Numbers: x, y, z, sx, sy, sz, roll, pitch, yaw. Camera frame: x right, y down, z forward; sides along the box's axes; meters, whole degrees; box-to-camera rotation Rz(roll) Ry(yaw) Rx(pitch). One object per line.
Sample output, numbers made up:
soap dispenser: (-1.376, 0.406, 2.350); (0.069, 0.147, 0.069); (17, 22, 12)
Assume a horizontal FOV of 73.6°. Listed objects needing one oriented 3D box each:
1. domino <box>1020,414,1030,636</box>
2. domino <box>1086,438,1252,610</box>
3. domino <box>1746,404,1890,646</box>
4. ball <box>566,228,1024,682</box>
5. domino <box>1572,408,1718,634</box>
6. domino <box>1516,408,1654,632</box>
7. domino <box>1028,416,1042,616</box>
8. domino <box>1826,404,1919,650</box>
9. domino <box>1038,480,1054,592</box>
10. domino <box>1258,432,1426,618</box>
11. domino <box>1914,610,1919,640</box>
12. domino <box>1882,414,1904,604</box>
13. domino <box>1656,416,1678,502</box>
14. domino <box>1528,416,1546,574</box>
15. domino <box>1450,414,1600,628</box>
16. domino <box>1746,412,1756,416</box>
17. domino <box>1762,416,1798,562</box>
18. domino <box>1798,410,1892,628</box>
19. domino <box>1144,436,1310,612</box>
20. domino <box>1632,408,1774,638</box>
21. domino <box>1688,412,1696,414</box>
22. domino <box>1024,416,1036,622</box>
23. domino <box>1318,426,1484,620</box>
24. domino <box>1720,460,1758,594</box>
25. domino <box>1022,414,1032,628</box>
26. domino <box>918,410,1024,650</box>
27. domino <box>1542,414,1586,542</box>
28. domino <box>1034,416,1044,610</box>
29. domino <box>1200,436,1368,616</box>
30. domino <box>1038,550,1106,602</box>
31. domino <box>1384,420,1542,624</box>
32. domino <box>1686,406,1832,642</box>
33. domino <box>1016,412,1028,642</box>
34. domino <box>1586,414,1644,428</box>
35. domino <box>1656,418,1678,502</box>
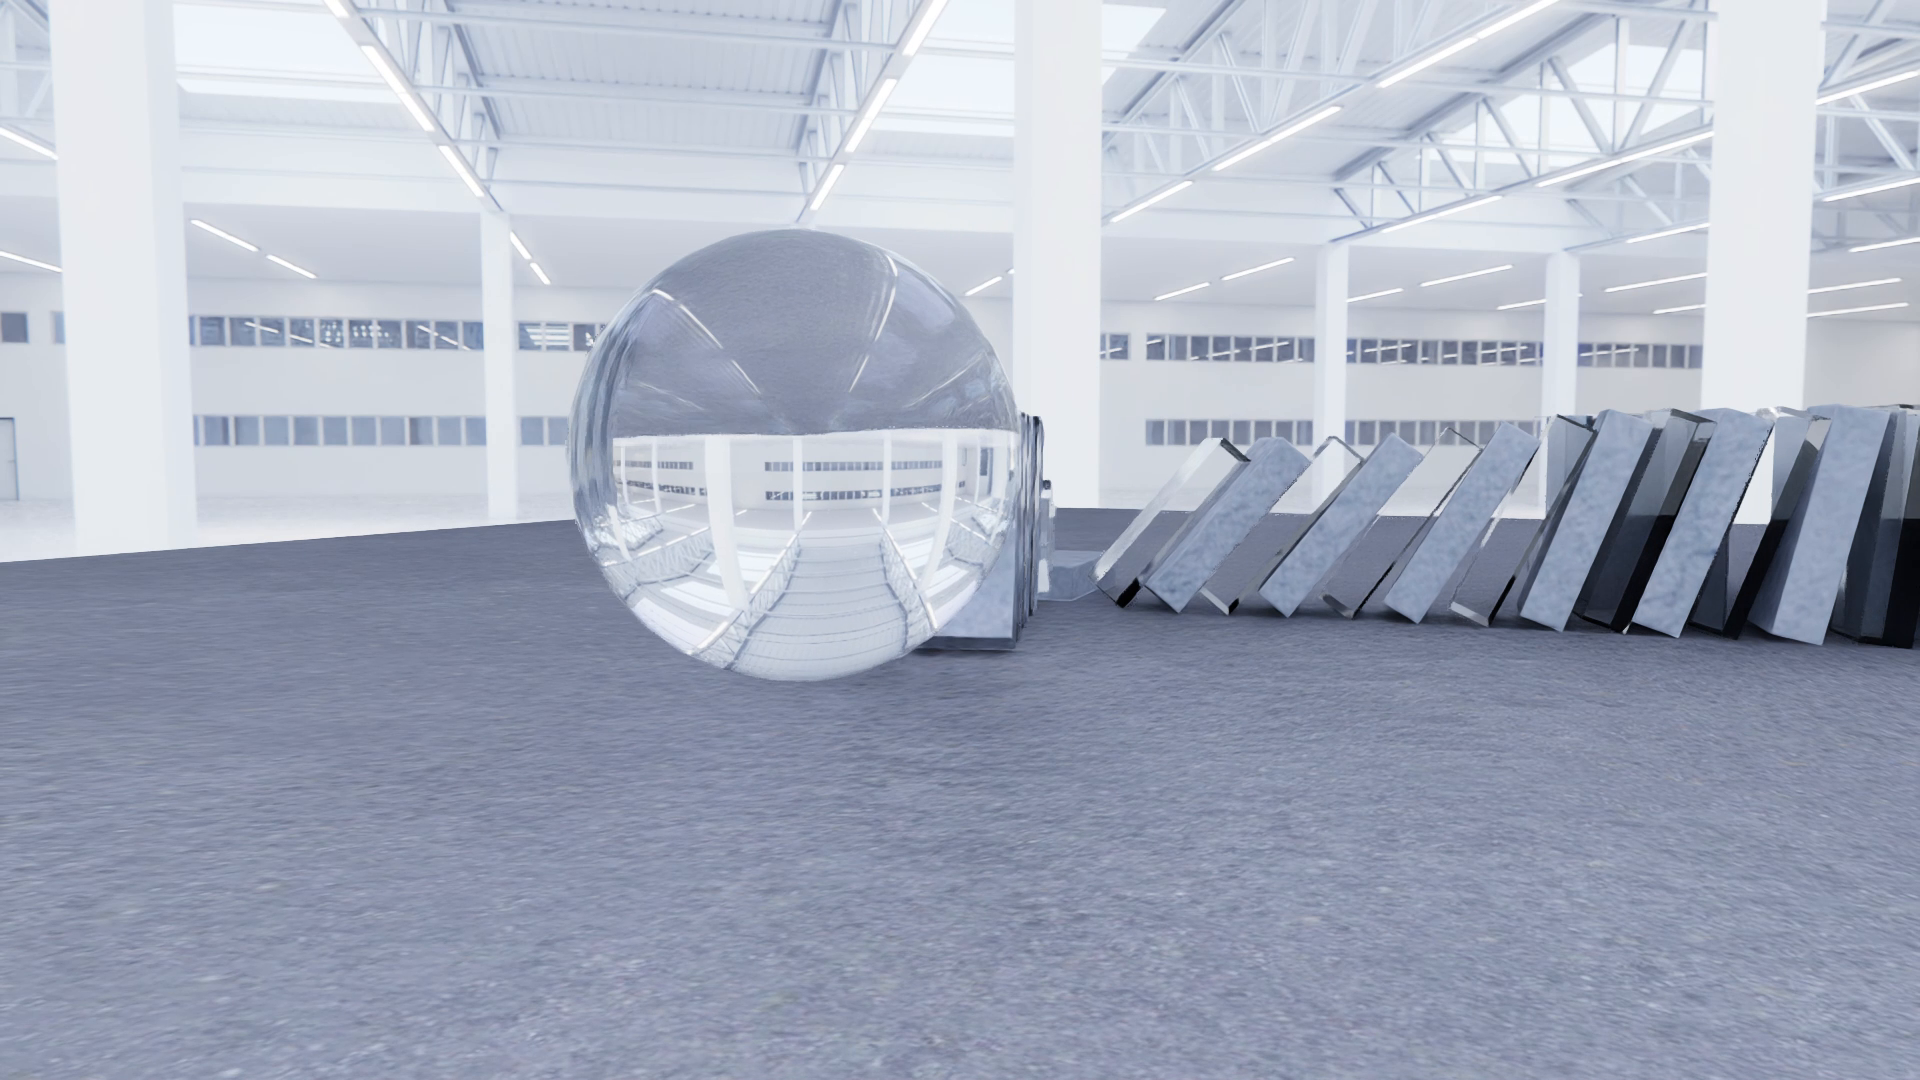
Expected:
domino: (0.002, -0.004, 0.291); (0.025, 0.050, 0.010); (1, -20, 8)
domino: (0.055, -0.005, 0.341); (0.010, 0.050, 0.025); (41, 3, -3)
domino: (0.187, -0.004, 0.281); (0.009, 0.050, 0.025); (14, 9, 20)
ball: (-0.029, -0.015, 0.230); (0.080, 0.080, 0.080); (0, 4, 0)
domino: (0.156, -0.005, 0.295); (0.009, 0.050, 0.025); (21, 10, 14)
domino: (0.145, -0.005, 0.299); (0.009, 0.050, 0.025); (23, 12, 19)
domino: (0.007, -0.006, 0.322); (0.025, 0.050, 0.009); (1, -20, 9)
domino: (0.199, -0.004, 0.277); (0.009, 0.050, 0.025); (7, 6, 17)
domino: (0.013, -0.001, 0.357); (0.025, 0.010, 0.050); (-4, 27, 8)
domino: (0.095, -0.004, 0.321); (0.010, 0.050, 0.025); (40, 13, 10)
domino: (0.213, -0.003, 0.274); (0.010, 0.050, 0.025); (3, 4, 1)
domino: (0.257, -0.008, 0.343); (0.025, 0.050, 0.009); (-2, 5, -23)
domino: (0.196, -0.011, 0.375); (0.009, 0.050, 0.025); (-2, 5, -21)
domino: (0.172, -0.009, 0.357); (0.025, 0.050, 0.010); (2, 5, 23)
domino: (0.133, -0.005, 0.305); (0.009, 0.050, 0.025); (29, 14, 17)
domino: (0.195, -0.006, 0.309); (0.009, 0.050, 0.025); (1, 4, 8)
domino: (0.239, -0.010, 0.368); (0.010, 0.050, 0.025); (4, 6, 43)
domino: (0.210, -0.006, 0.307); (0.009, 0.050, 0.025); (1, 4, 13)
domino: (0.067, -0.004, 0.332); (0.009, 0.050, 0.025); (41, 3, -3)
domino: (0.165, -0.004, 0.290); (0.009, 0.050, 0.025); (21, 10, 14)
domino: (0.180, -0.006, 0.313); (0.009, 0.050, 0.025); (3, 5, 32)
domino: (0.005, -0.006, 0.312); (0.025, 0.050, 0.010); (1, -20, 8)
domino: (0.108, -0.004, 0.316); (0.009, 0.050, 0.025); (37, 15, 13)
domino: (0.227, -0.011, 0.377); (0.009, 0.050, 0.025); (2, 5, 25)
domino: (0.003, -0.005, 0.302); (0.025, 0.050, 0.010); (1, -20, 8)
domino: (0.000, -0.002, 0.271); (0.025, 0.050, 0.009); (1, -20, 8)
domino: (0.170, -0.008, 0.341); (0.025, 0.050, 0.009); (0, 4, -1)
domino: (0.008, -0.007, 0.333); (0.025, 0.050, 0.010); (0, -20, 10)
domino: (0.081, -0.004, 0.326); (0.009, 0.050, 0.025); (41, 11, 6)
domino: (0.027, 0.010, 0.374); (0.025, 0.010, 0.050); (2, 5, 19)
domino: (0.121, -0.005, 0.310); (0.010, 0.050, 0.025); (34, 15, 16)
domino: (0.175, -0.004, 0.285); (0.010, 0.050, 0.025); (21, 11, 19)
domino: (0.001, -0.003, 0.281); (0.025, 0.050, 0.010); (1, -20, 8)
domino: (0.172, -0.007, 0.327); (0.025, 0.050, 0.010); (-2, 5, -21)
domino: (0.211, -0.011, 0.379); (0.010, 0.050, 0.025); (0, 4, -5)
